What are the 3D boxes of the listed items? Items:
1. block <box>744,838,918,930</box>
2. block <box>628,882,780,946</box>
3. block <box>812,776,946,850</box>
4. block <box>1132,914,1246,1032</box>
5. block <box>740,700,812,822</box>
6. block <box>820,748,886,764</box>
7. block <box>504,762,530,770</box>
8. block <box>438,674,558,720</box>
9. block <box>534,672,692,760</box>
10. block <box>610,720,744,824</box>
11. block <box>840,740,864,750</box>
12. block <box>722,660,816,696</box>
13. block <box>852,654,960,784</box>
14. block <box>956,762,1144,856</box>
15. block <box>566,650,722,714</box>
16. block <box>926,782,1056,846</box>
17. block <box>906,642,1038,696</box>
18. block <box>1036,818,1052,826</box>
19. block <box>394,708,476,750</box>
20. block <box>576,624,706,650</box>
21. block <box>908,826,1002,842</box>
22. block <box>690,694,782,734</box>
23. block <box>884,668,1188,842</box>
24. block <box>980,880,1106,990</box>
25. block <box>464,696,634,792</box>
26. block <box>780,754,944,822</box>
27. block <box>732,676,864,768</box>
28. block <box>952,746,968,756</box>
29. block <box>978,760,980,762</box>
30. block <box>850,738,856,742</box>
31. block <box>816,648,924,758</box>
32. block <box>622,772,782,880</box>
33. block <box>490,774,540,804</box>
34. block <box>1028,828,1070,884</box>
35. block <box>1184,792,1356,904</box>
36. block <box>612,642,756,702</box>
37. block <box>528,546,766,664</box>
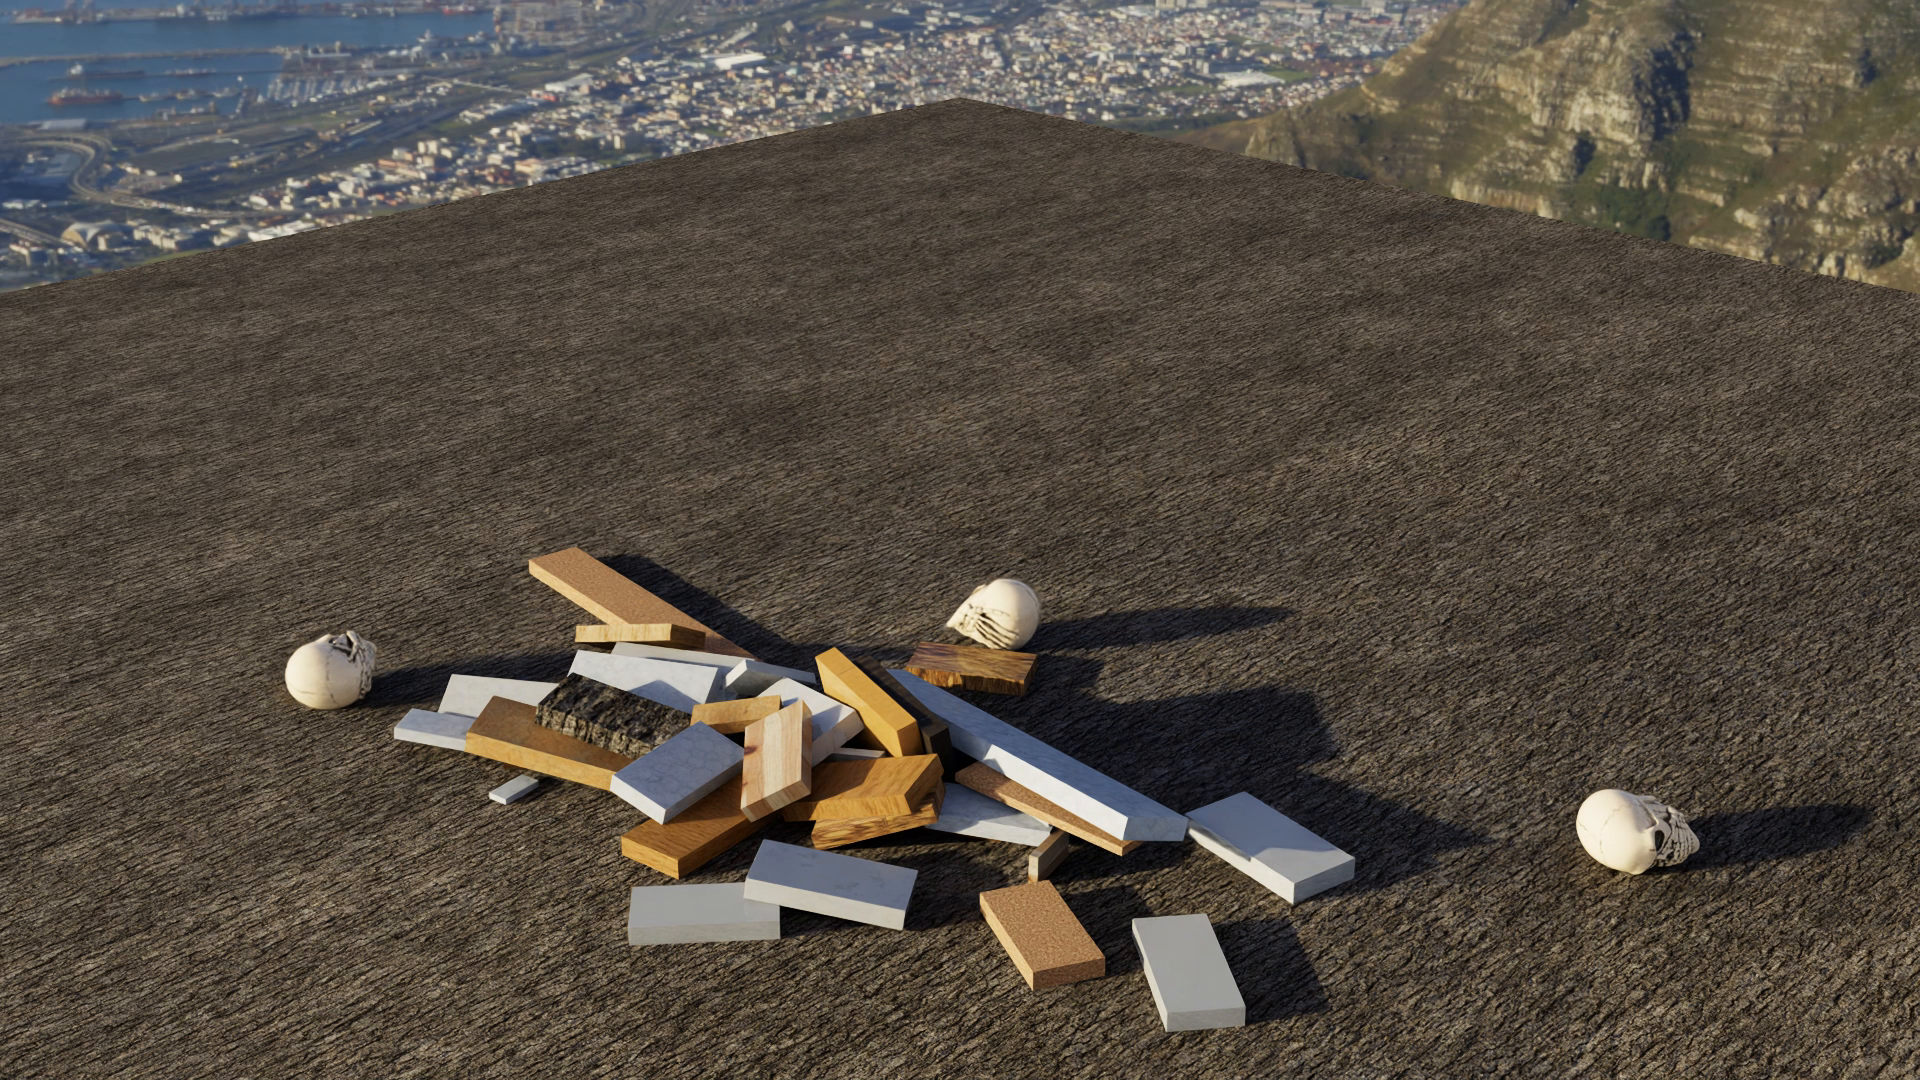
[{"bbox_3d":[-0.240,0.645,4.124,0.301,0.043,0.151,11,22,4],"label":"block"},{"bbox_3d":[-0.472,0.692,4.081,0.275,0.039,0.138,-2,23,-4],"label":"block"},{"bbox_3d":[-0.160,0.538,4.341,0.254,0.036,0.127,-15,20,14],"label":"block"},{"bbox_3d":[0.403,0.765,3.907,0.138,0.039,0.296,-3,23,-7],"label":"block"},{"bbox_3d":[-0.369,0.443,4.439,0.138,0.039,0.275,-27,29,12],"label":"block"},{"bbox_3d":[-0.213,0.468,4.510,0.161,0.081,0.023,1,28,36],"label":"block"},{"bbox_3d":[-0.911,0.467,4.643,0.094,0.013,0.047,0,23,-1],"label":"block"},{"bbox_3d":[-0.991,0.368,4.769,0.267,0.038,0.134,4,53,10],"label":"block"},{"bbox_3d":[-0.705,0.386,4.635,0.335,0.047,0.167,19,24,10],"label":"block"},{"bbox_3d":[-0.564,0.468,4.451,0.138,0.039,0.275,30,33,21],"label":"block"},{"bbox_3d":[-0.248,0.432,4.705,0.103,0.029,0.206,-17,28,-34],"label":"block"},{"bbox_3d":[-0.419,0.311,4.823,0.186,0.093,0.026,15,49,-38],"label":"block"},{"bbox_3d":[-0.114,0.378,4.525,0.045,0.158,0.317,-27,39,-21],"label":"block"},{"bbox_3d":[0.170,0.520,4.280,0.423,0.019,0.067,20,30,38],"label":"block"},{"bbox_3d":[-0.703,0.340,4.803,0.331,0.047,0.166,6,53,15],"label":"block"},{"bbox_3d":[0.072,0.542,4.344,0.254,0.036,0.127,7,24,16],"label":"block"},{"bbox_3d":[0.027,0.293,5.021,0.275,0.039,0.138,6,24,13],"label":"block"},{"bbox_3d":[0.160,0.519,4.329,0.067,0.019,0.133,-15,28,-32],"label":"block"},{"bbox_3d":[-1.000,0.421,4.667,0.384,0.026,0.093,9,23,8],"label":"block"},{"bbox_3d":[-0.731,0.223,5.032,0.267,0.038,0.134,-2,-12,29],"label":"block"},{"bbox_3d":[-0.023,0.545,4.431,0.254,0.036,0.127,6,24,15],"label":"block"},{"bbox_3d":[-0.470,0.371,4.630,0.186,0.026,0.093,-7,25,1],"label":"block"},{"bbox_3d":[0.090,0.425,4.499,0.158,0.045,0.951,7,10,-38],"label":"block"},{"bbox_3d":[0.148,0.719,4.017,0.138,0.039,0.275,-8,24,-18],"label":"block"},{"bbox_3d":[-0.833,0.428,4.591,0.355,0.047,0.167,15,24,2],"label":"block"},{"bbox_3d":[-0.197,0.494,4.378,0.302,0.043,0.151,-8,23,31],"label":"block"},{"bbox_3d":[-0.351,0.388,4.632,0.166,0.047,0.331,-36,25,-20],"label":"block"},{"bbox_3d":[0.048,0.432,4.656,0.161,0.023,0.081,3,20,13],"label":"block"},{"bbox_3d":[0.067,0.488,4.581,0.081,0.023,0.161,8,24,18],"label":"block"},{"bbox_3d":[-0.147,0.408,4.662,0.206,0.029,0.103,19,40,36],"label":"block"},{"bbox_3d":[-0.181,0.370,4.541,0.047,0.167,0.335,-27,37,-21],"label":"block"},{"bbox_3d":[-0.479,0.551,4.407,0.151,0.043,0.407,16,28,33],"label":"block"},{"bbox_3d":[-0.919,0.514,4.532,0.047,0.013,0.095,15,27,32],"label":"block"},{"bbox_3d":[0.172,0.609,4.241,0.019,0.067,0.133,14,26,26],"label":"block"},{"bbox_3d":[0.601,0.597,4.296,0.158,0.045,0.317,-15,27,-32],"label":"block"},{"bbox_3d":[-0.636,0.318,4.891,0.331,0.047,0.166,6,41,15],"label":"block"},{"bbox_3d":[-0.759,0.185,5.277,0.134,0.038,0.881,-17,29,-35],"label":"block"}]
